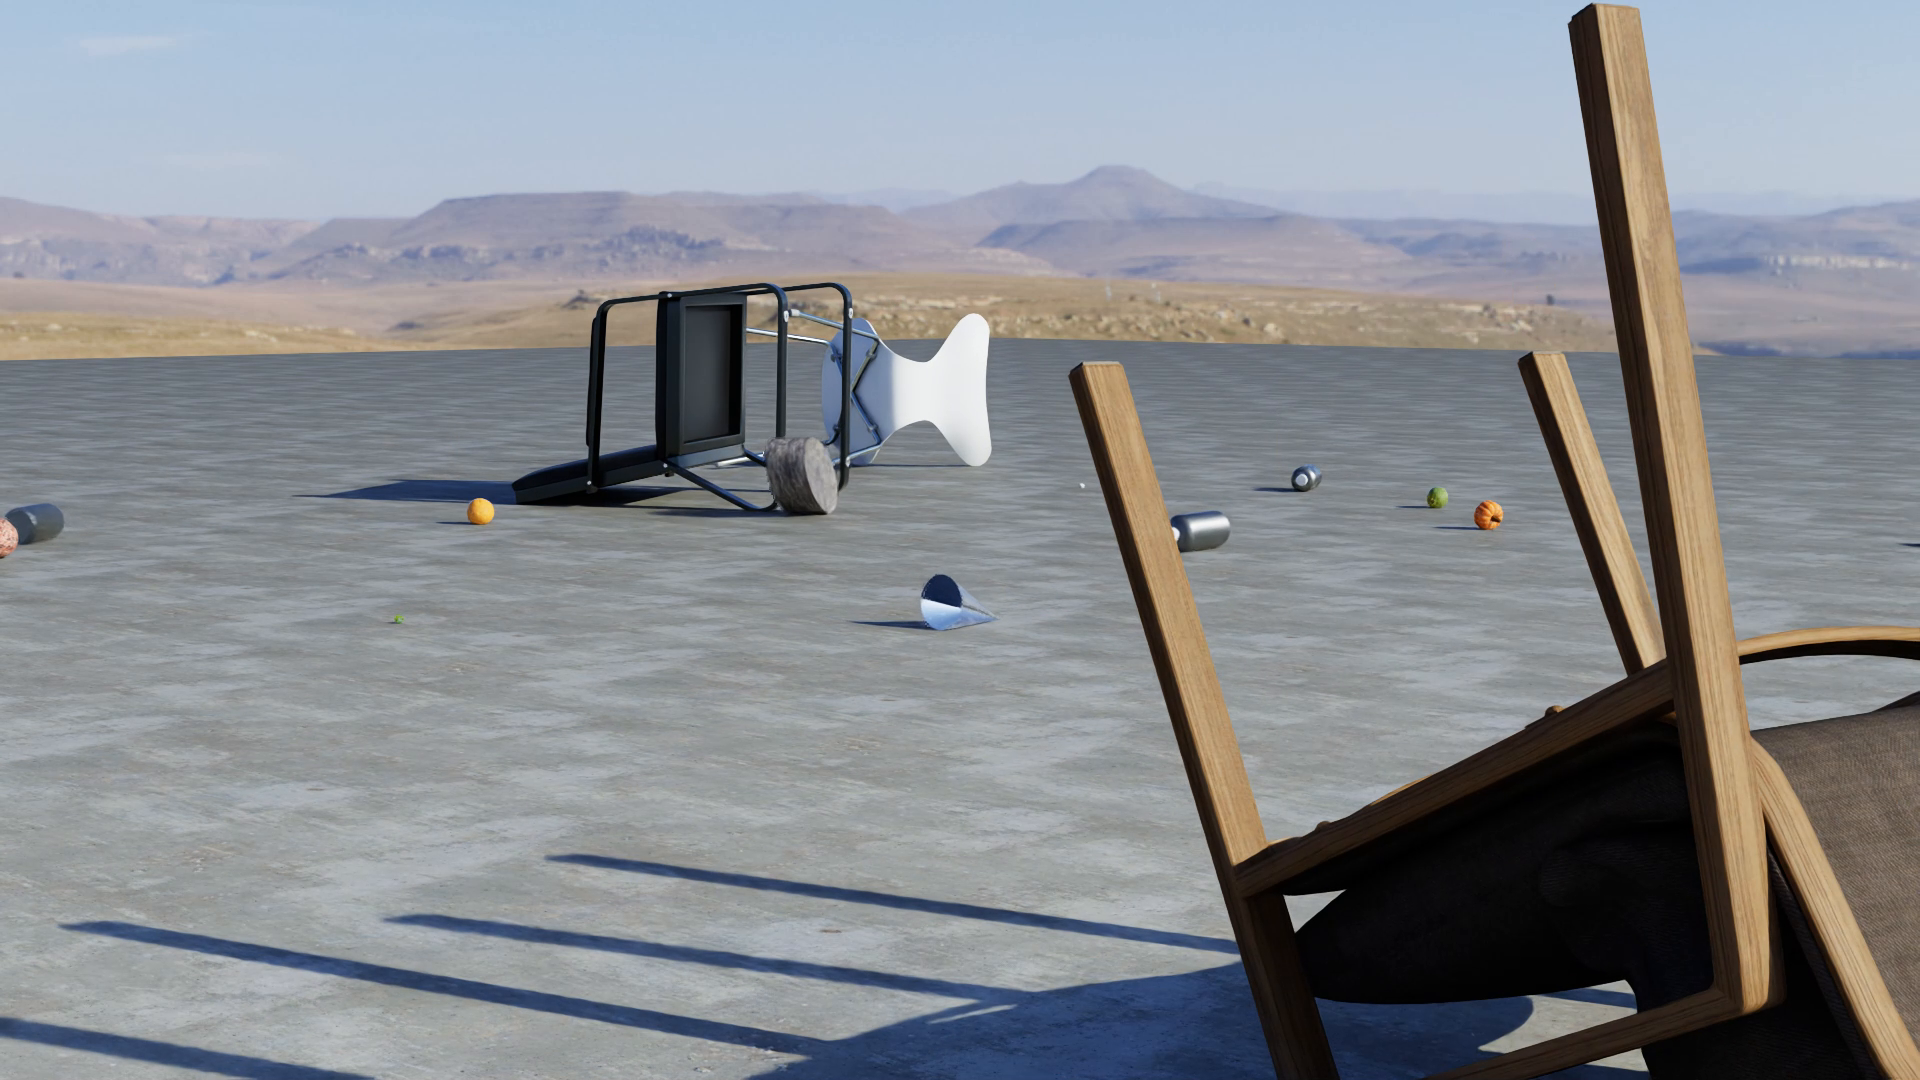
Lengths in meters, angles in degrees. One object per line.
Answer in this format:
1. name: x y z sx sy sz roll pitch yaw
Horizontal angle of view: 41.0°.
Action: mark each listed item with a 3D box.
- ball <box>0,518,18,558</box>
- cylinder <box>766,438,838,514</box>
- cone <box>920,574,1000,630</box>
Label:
1. ball: -2.251 -0.004 5.995 0.094 0.094 0.094 0 6 0
2. cylinder: -0.432 -0.176 7.050 0.109 0.168 0.300 -1 -27 16
3. cone: 0.021 0.135 4.860 0.094 0.111 0.182 -38 -33 26
